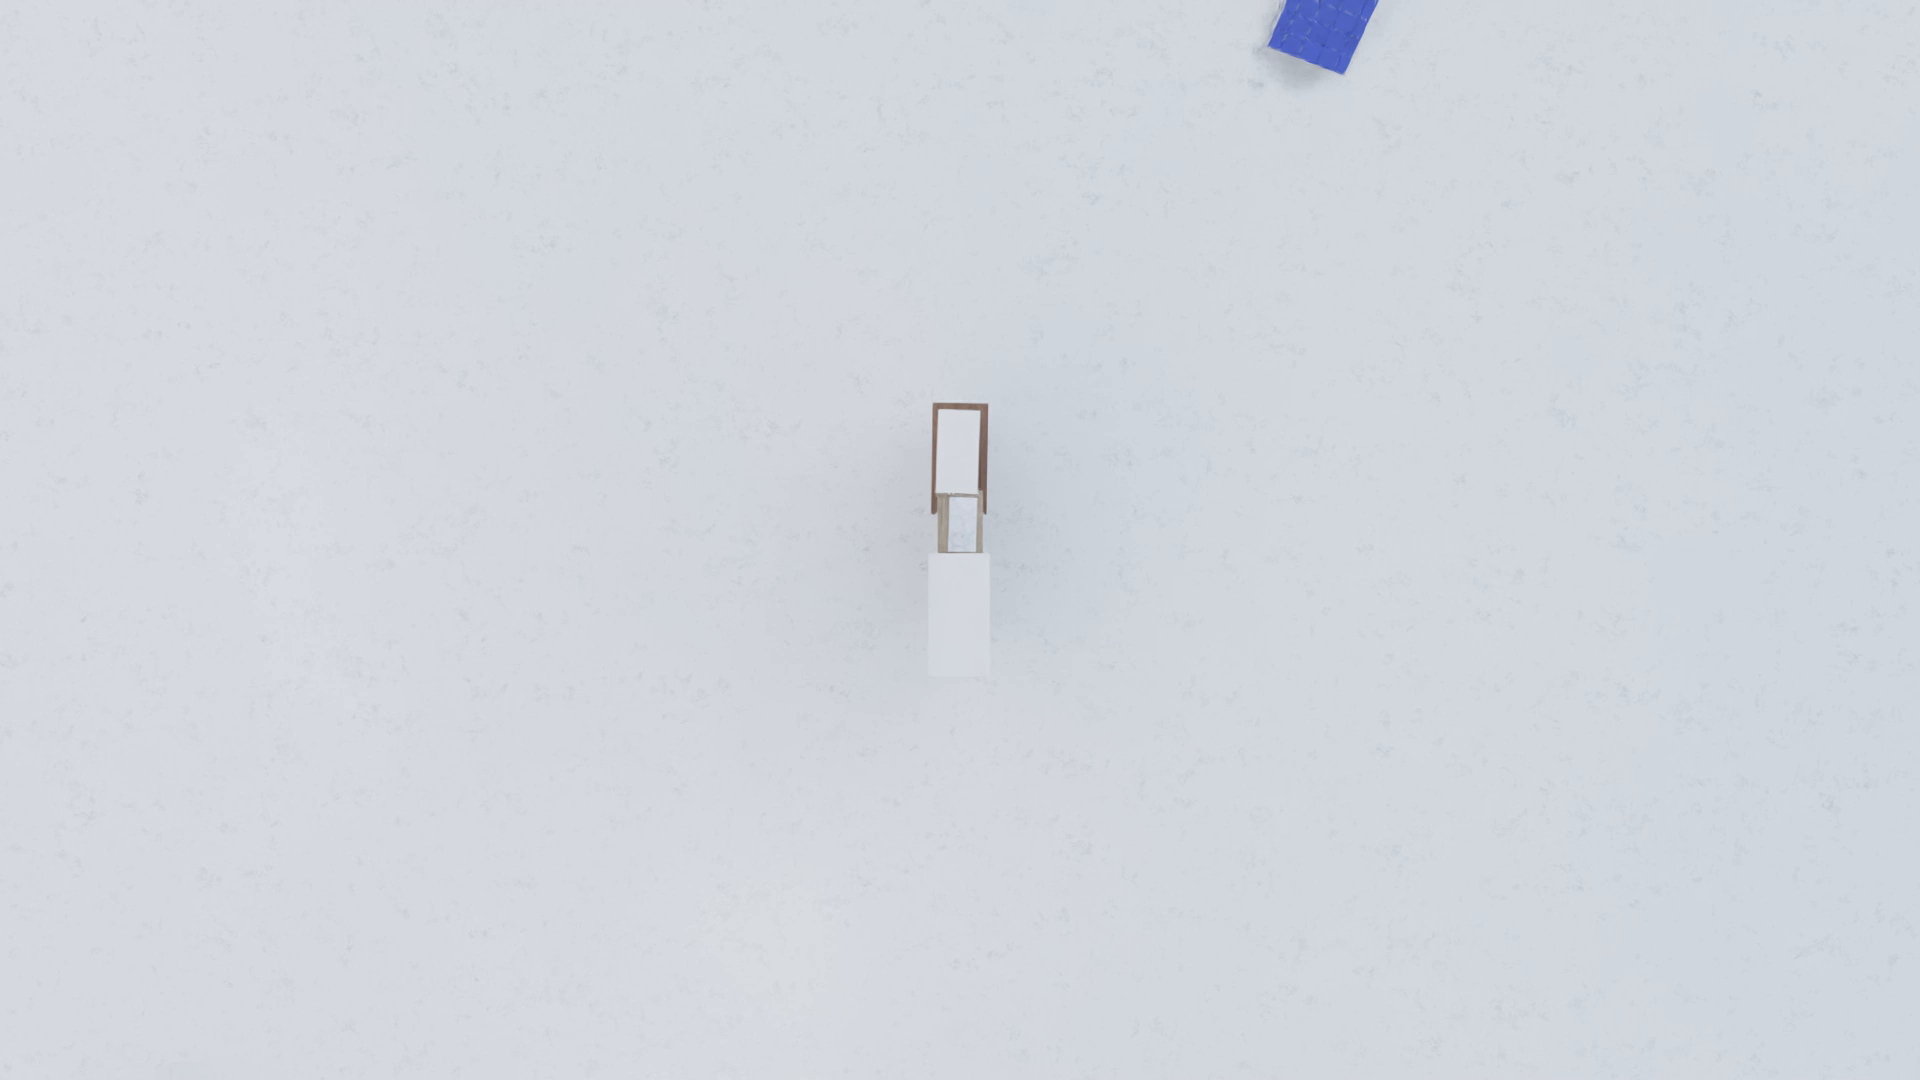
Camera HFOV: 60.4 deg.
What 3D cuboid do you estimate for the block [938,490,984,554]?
[{"bbox_3d":[0.001,-0.012,4.685,0.129,0.037,0.258,0,90,0],"label":"block"}]

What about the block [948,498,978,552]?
[{"bbox_3d":[0.008,-0.042,4.506,0.075,0.021,0.149,2,90,0],"label":"block"}]

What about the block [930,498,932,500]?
[{"bbox_3d":[-0.004,-0.131,5.178,0.168,0.337,0.048,1,89,0],"label":"block"}]

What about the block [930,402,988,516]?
[{"bbox_3d":[-0.001,-0.244,4.986,0.168,0.048,0.337,1,90,0],"label":"block"}]

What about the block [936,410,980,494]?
[{"bbox_3d":[-0.006,-0.241,4.521,0.114,0.032,0.228,2,90,0],"label":"block"}]

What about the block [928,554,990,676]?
[{"bbox_3d":[-0.002,0.195,4.326,0.159,0.045,0.319,0,90,0],"label":"block"}]

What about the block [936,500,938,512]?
[{"bbox_3d":[-0.001,-0.095,4.832,0.129,0.258,0.037,0,89,0],"label":"block"}]

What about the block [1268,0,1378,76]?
[{"bbox_3d":[1.175,-1.712,5.316,0.262,0.262,0.262,21,130,0],"label":"block"}]
